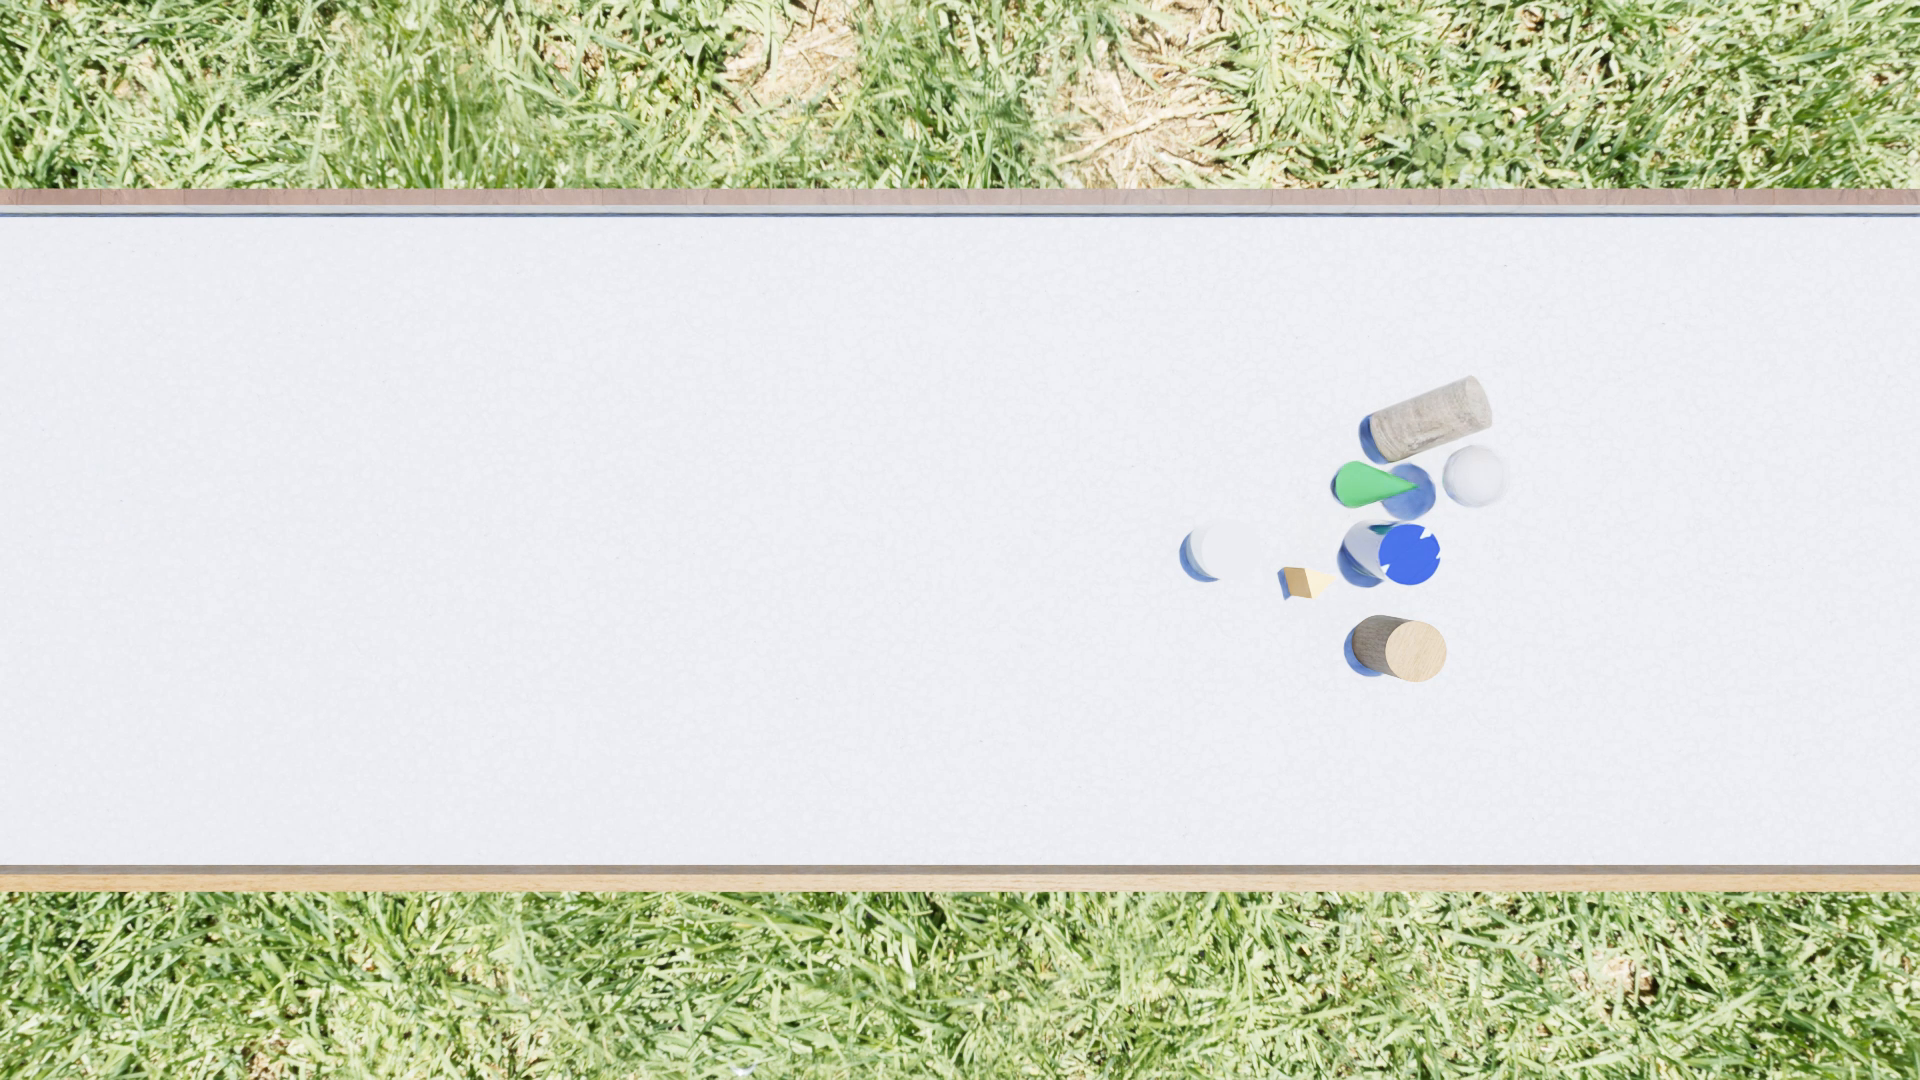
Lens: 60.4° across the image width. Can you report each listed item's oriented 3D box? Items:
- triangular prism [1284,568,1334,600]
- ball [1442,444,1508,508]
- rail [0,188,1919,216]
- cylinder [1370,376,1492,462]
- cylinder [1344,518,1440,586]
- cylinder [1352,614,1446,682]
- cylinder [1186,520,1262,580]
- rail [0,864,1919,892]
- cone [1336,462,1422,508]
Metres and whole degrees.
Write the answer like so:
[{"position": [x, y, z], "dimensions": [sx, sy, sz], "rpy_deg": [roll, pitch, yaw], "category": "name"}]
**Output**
[{"position": [1.024, 0.111, 4.917], "dimensions": [0.091, 0.319, 0.078], "rpy_deg": [-44, 90, 0], "category": "triangular prism"}, {"position": [1.413, -0.173, 4.525], "dimensions": [0.176, 0.176, 0.176], "rpy_deg": [0, 90, 0], "category": "ball"}, {"position": [-2.247, -1.025, 5.002], "dimensions": [12.000, 0.150, 0.050], "rpy_deg": [0, 90, 0], "category": "rail"}, {"position": [1.404, -0.358, 4.918], "dimensions": [0.309, 0.165, 0.165], "rpy_deg": [-22, 90, 37], "category": "cylinder"}, {"position": [1.269, 0.031, 4.869], "dimensions": [0.177, 0.407, 0.177], "rpy_deg": [0, 93, -1], "category": "cylinder"}, {"position": [1.292, 0.317, 4.874], "dimensions": [0.174, 0.405, 0.174], "rpy_deg": [0, 90, 0], "category": "cylinder"}, {"position": [0.780, 0.030, 4.909], "dimensions": [0.172, 0.335, 0.172], "rpy_deg": [0, 90, 0], "category": "cylinder"}, {"position": [-2.247, 1.025, 5.001], "dimensions": [12.000, 0.150, 0.050], "rpy_deg": [0, 90, 0], "category": "rail"}, {"position": [1.271, -0.161, 4.902], "dimensions": [0.144, 0.318, 0.144], "rpy_deg": [-1, 93, -22], "category": "cone"}]
